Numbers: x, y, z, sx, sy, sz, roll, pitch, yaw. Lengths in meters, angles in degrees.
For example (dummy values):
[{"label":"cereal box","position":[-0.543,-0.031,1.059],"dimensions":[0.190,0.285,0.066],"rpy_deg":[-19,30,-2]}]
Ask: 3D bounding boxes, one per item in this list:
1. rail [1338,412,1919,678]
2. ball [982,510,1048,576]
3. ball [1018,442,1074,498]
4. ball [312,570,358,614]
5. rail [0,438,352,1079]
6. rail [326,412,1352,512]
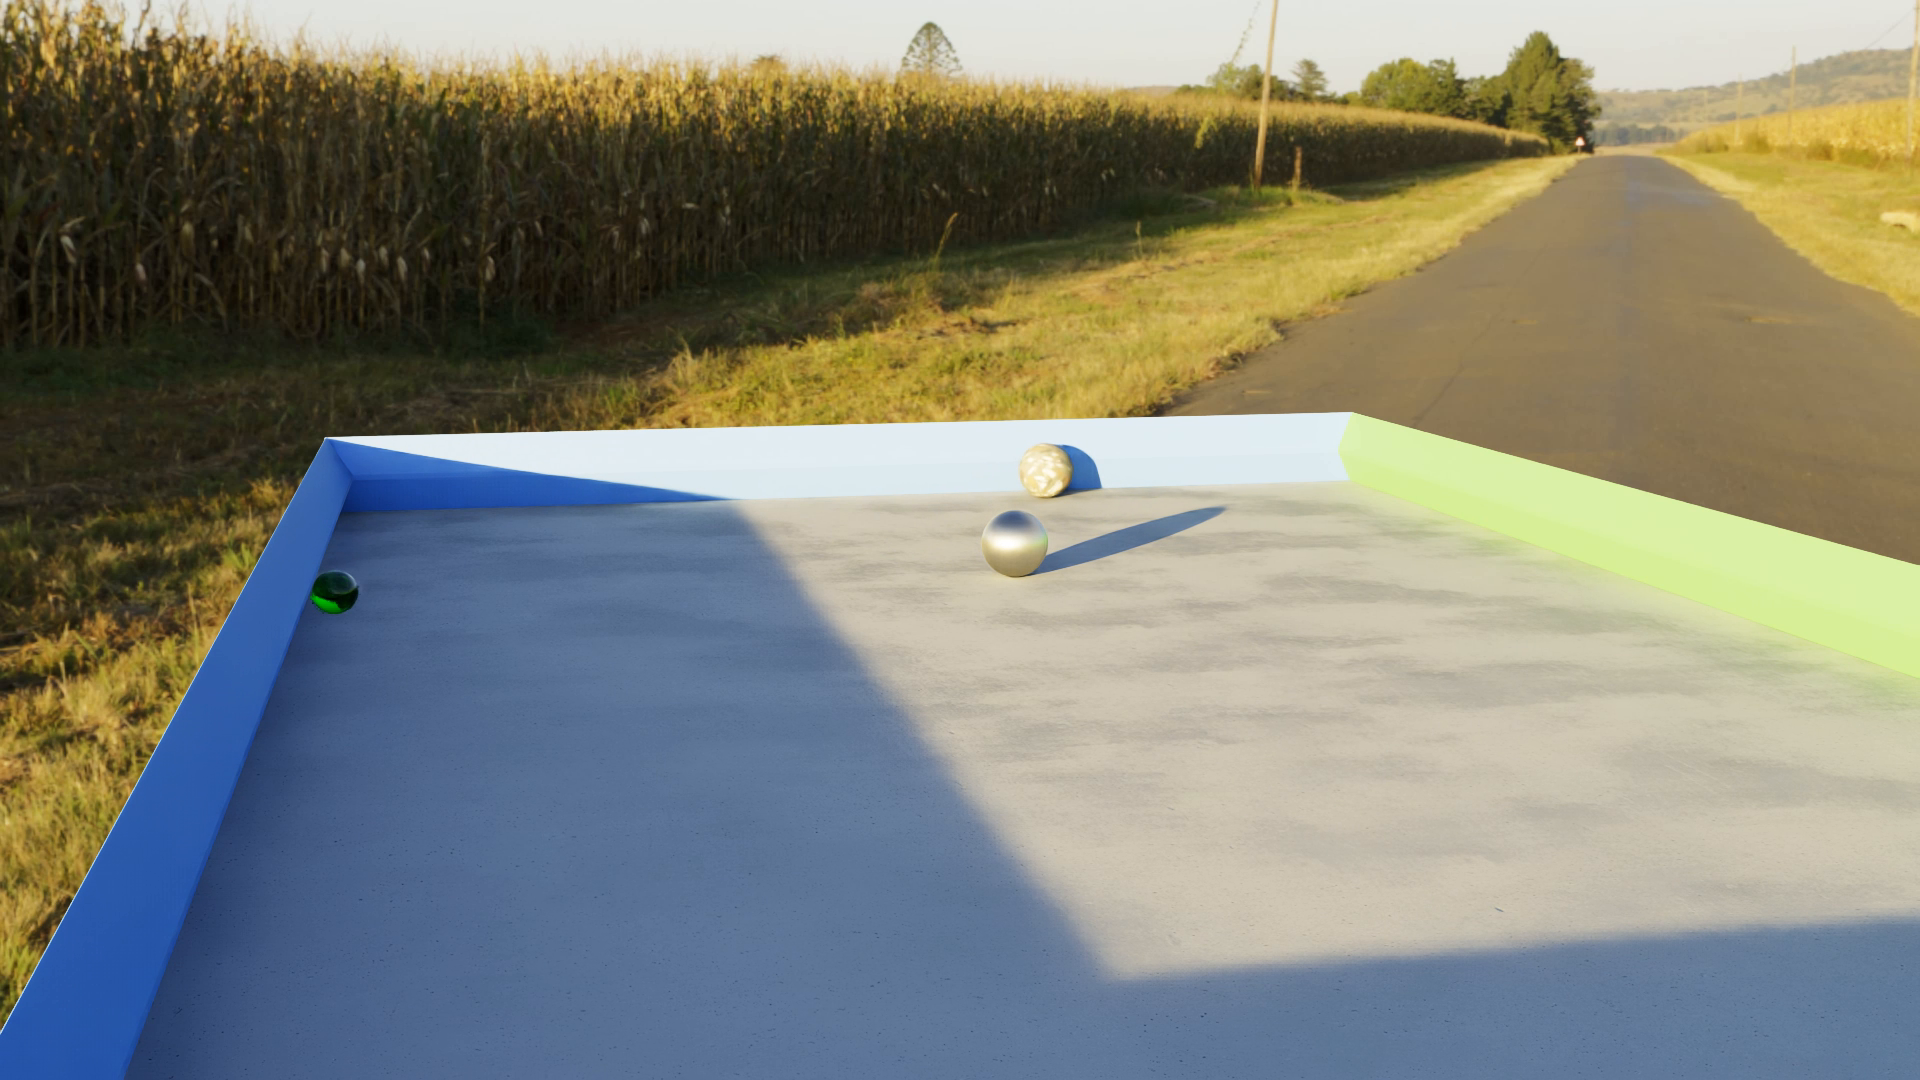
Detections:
[{"label":"rail","position":[1.068,0.081,2.629],"dimensions":[0.045,0.128,3.219],"rpy_deg":[-2,10,-12]},{"label":"ball","position":[0.079,0.005,3.187],"dimensions":[0.097,0.097,0.097],"rpy_deg":[0,9,0]},{"label":"ball","position":[0.156,-0.126,3.965],"dimensions":[0.099,0.099,0.099],"rpy_deg":[0,9,0]},{"label":"ball","position":[-0.829,0.069,2.918],"dimensions":[0.059,0.059,0.059],"rpy_deg":[0,9,0]},{"label":"rail","position":[-0.722,0.145,2.241],"dimensions":[0.045,0.128,3.219],"rpy_deg":[-2,10,-12]},{"label":"rail","position":[-0.168,-0.141,3.963],"dimensions":[1.880,0.128,0.045],"rpy_deg":[-2,10,-12]}]
